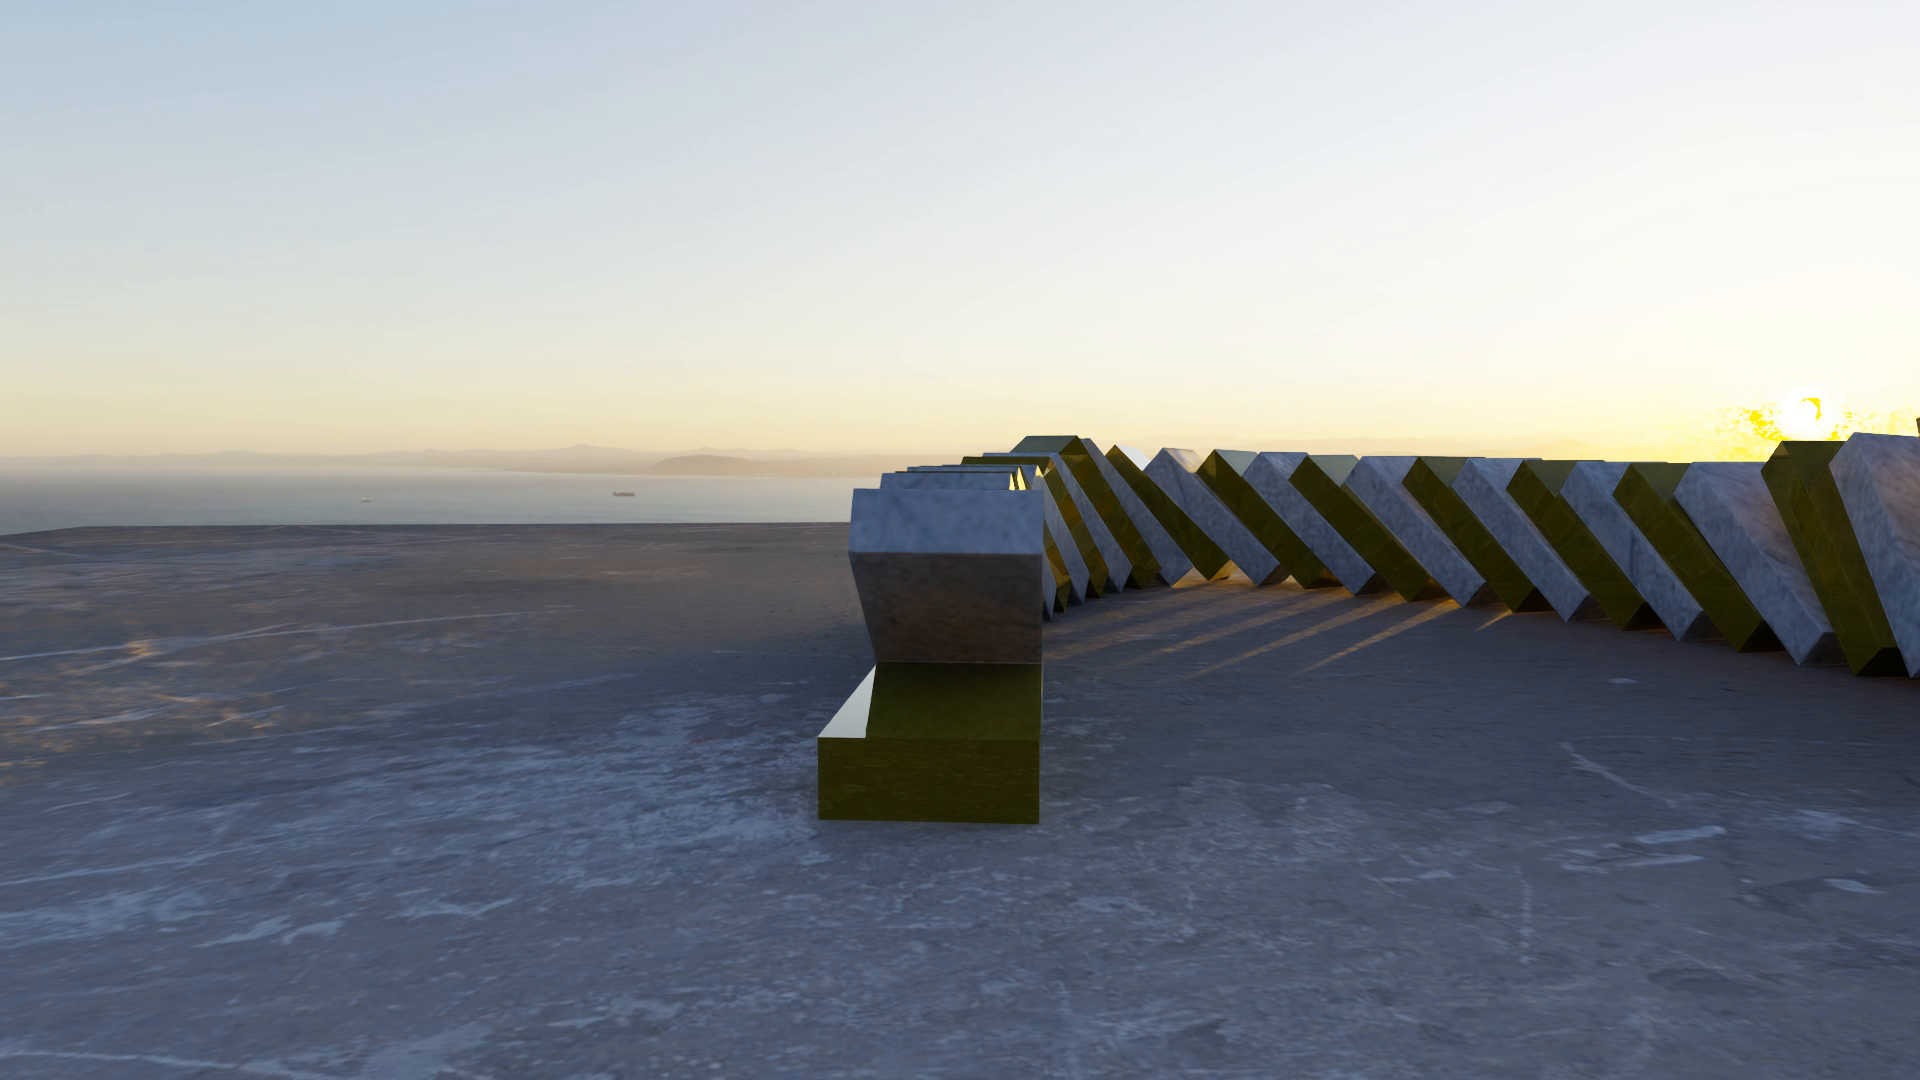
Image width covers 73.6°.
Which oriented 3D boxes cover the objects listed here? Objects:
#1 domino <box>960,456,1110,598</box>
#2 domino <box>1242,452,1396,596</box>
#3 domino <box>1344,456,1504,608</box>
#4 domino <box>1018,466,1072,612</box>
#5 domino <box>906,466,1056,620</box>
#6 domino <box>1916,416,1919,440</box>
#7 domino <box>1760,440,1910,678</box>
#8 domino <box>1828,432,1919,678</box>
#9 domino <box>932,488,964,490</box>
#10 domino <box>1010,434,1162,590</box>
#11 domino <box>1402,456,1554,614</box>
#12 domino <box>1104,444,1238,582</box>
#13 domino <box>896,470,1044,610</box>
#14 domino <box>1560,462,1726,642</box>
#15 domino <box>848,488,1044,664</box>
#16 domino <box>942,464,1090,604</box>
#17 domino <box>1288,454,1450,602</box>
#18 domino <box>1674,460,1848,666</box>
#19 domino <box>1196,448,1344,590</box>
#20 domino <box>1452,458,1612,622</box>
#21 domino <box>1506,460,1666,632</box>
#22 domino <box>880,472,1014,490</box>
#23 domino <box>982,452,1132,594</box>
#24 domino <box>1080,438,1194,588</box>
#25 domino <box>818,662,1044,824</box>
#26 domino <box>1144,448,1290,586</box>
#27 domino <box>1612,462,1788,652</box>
[{"bbox_3d":[0.020,-0.003,0.343,0.025,0.009,0.050,2,-35,29],"label":"domino"},{"bbox_3d":[0.108,-0.006,0.374,0.025,0.009,0.050,-3,46,-43],"label":"domino"},{"bbox_3d":[0.131,-0.003,0.351,0.025,0.010,0.050,-3,45,-34],"label":"domino"},{"bbox_3d":[0.009,0.000,0.312,0.025,0.009,0.050,2,-32,22],"label":"domino"},{"bbox_3d":[0.005,0.002,0.295,0.025,0.010,0.050,1,-32,16],"label":"domino"},{"bbox_3d":[0.179,0.001,0.213,0.025,0.050,0.009,1,-16,7],"label":"domino"},{"bbox_3d":[0.177,0.003,0.245,0.025,0.050,0.009,1,-39,3],"label":"domino"},{"bbox_3d":[0.180,0.003,0.233,0.025,0.050,0.009,5,-38,6],"label":"domino"},{"bbox_3d":[0.000,0.007,0.244,0.025,0.009,0.050,1,-28,9],"label":"domino"},{"bbox_3d":[0.036,-0.008,0.377,0.010,0.050,0.025,-45,24,-21],"label":"domino"},{"bbox_3d":[0.142,-0.002,0.339,0.025,0.010,0.050,-1,44,-26],"label":"domino"},{"bbox_3d":[0.066,-0.009,0.399,0.050,0.009,0.025,47,18,17],"label":"domino"},{"bbox_3d":[0.003,0.003,0.278,0.025,0.010,0.050,1,-31,12],"label":"domino"},{"bbox_3d":[0.163,0.001,0.294,0.025,0.010,0.050,-1,43,-13],"label":"domino"},{"bbox_3d":[0.000,0.010,0.188,0.025,0.009,0.050,1,-29,4],"label":"domino"},{"bbox_3d":[0.014,-0.001,0.327,0.025,0.010,0.050,2,-32,24],"label":"domino"},{"bbox_3d":[0.119,-0.004,0.362,0.025,0.010,0.050,-4,46,-42],"label":"domino"},{"bbox_3d":[0.172,0.003,0.263,0.025,0.010,0.050,0,43,-6],"label":"domino"},{"bbox_3d":[0.096,-0.007,0.385,0.025,0.010,0.050,-2,45,-48],"label":"domino"},{"bbox_3d":[0.150,-0.001,0.325,0.025,0.010,0.050,-2,44,-22],"label":"domino"},{"bbox_3d":[0.157,0.000,0.310,0.025,0.010,0.050,-1,43,-17],"label":"domino"},{"bbox_3d":[0.001,0.004,0.262,0.025,0.009,0.050,1,-31,11],"label":"domino"},{"bbox_3d":[0.026,-0.004,0.359,0.025,0.009,0.050,3,-36,39],"label":"domino"},{"bbox_3d":[0.048,-0.009,0.390,0.009,0.050,0.025,-41,10,-5],"label":"domino"},{"bbox_3d":[-0.002,0.025,0.169,0.025,0.010,0.050,0,4,4],"label":"domino"},{"bbox_3d":[0.081,-0.008,0.392,0.050,0.010,0.025,48,24,21],"label":"domino"},{"bbox_3d":[0.168,0.003,0.279,0.025,0.009,0.050,-1,42,-10],"label":"domino"}]
